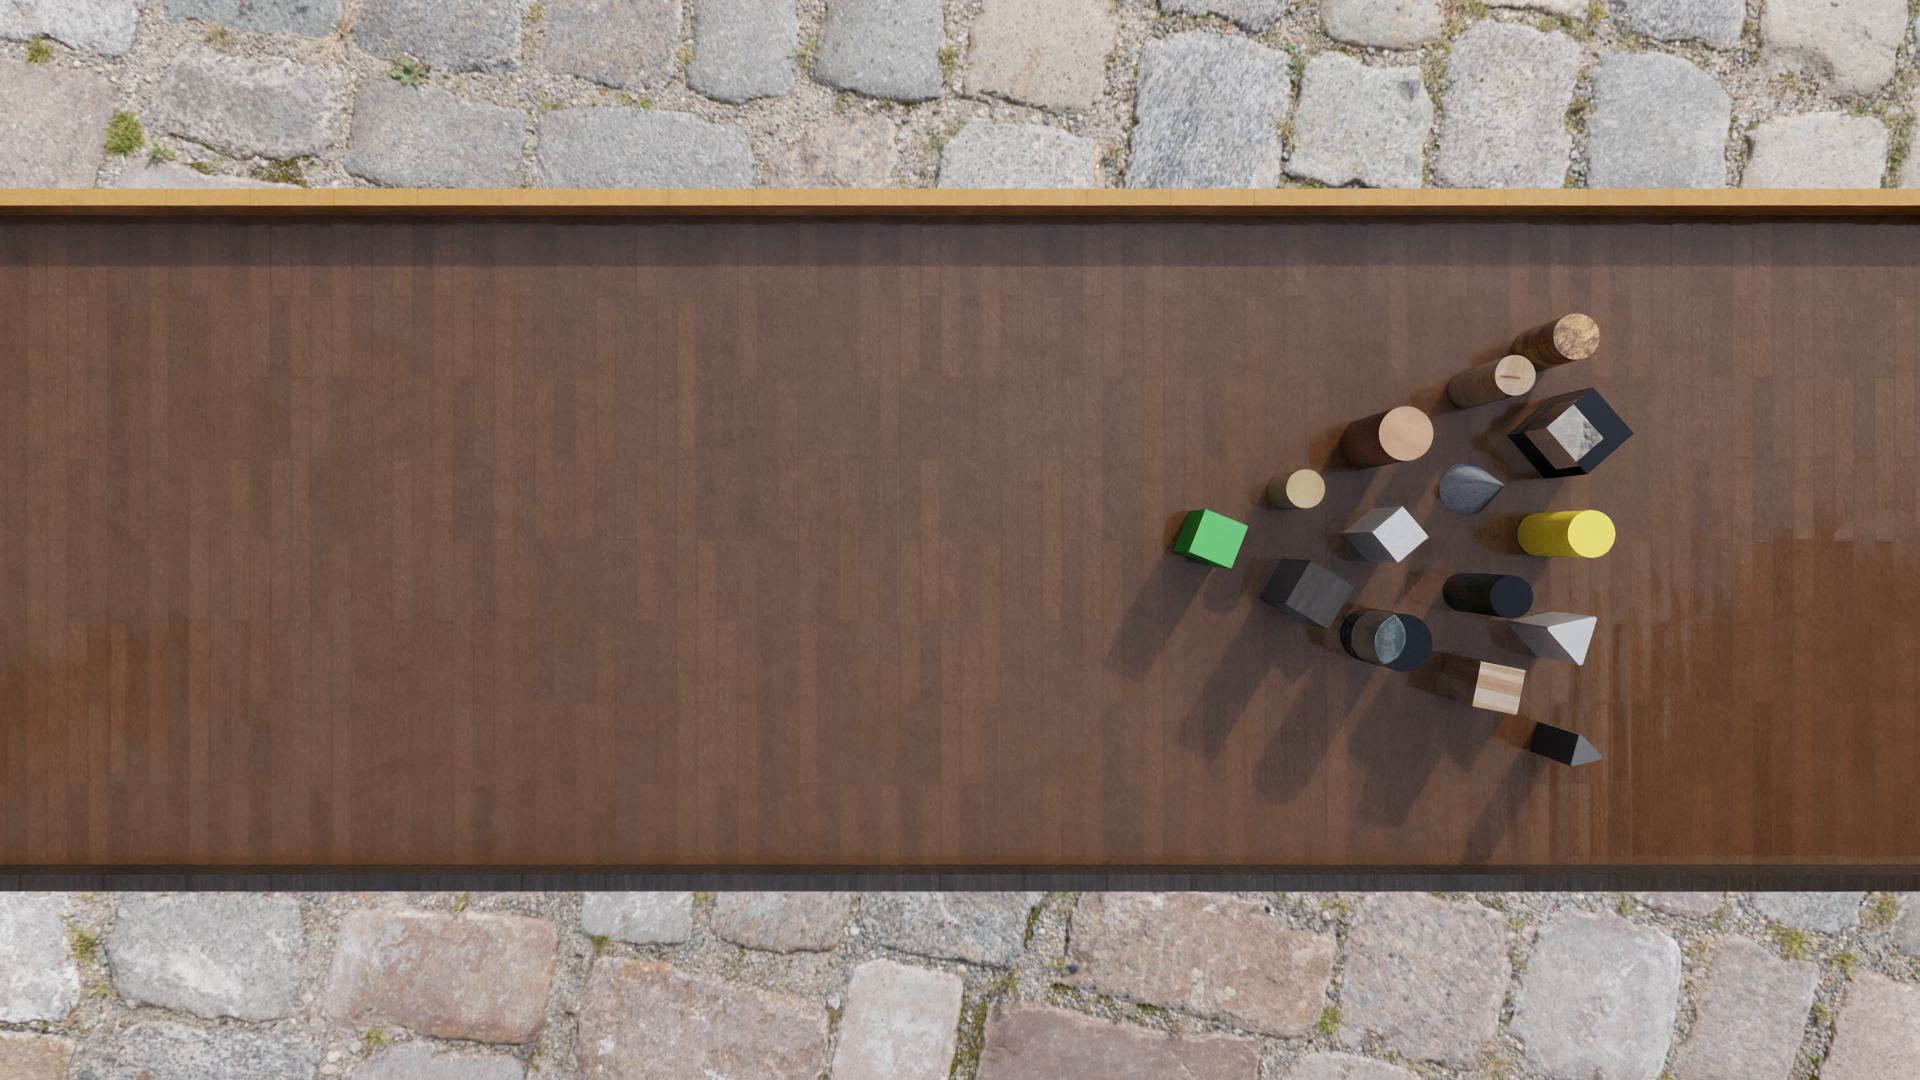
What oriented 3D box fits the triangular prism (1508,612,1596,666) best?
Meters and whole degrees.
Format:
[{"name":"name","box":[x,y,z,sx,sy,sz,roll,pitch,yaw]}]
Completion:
[{"name":"triangular prism","box":[1.780,0.264,4.905,0.124,0.343,0.144,-42,90,0]}]

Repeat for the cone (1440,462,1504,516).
[{"name":"cone","box":[1.558,-0.157,4.896,0.164,0.361,0.164,0,90,0]}]

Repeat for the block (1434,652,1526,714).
[{"name":"block","box":[1.537,0.423,4.890,0.130,0.374,0.130,11,90,0]}]

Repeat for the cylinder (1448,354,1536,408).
[{"name":"cylinder","box":[1.557,-0.462,4.851,0.114,0.450,0.114,0,90,0]}]

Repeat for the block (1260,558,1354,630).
[{"name":"block","box":[1.016,0.155,4.869,0.143,0.415,0.143,31,90,0]}]

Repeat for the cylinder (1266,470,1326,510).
[{"name":"cylinder","box":[1.000,-0.148,4.923,0.113,0.307,0.113,0,90,0]}]

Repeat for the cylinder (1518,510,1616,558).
[{"name":"cylinder","box":[1.783,-0.017,4.866,0.134,0.421,0.134,0,90,0]}]

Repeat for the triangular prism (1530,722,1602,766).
[{"name":"triangular prism","box":[1.792,0.598,4.908,0.094,0.338,0.082,-14,90,0]}]

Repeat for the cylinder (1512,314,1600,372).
[{"name":"cylinder","box":[1.764,-0.582,4.899,0.132,0.356,0.132,0,90,0]}]

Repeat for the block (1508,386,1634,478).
[{"name":"block","box":[1.809,-0.314,4.905,0.178,0.343,0.178,-41,90,0]}]

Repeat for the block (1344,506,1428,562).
[{"name":"block","box":[1.259,-0.016,4.895,0.114,0.362,0.114,-40,90,0]}]

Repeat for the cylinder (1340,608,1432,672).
[{"name":"cylinder","box":[1.252,0.291,4.865,0.164,0.422,0.164,0,90,0]}]

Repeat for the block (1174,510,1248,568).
[{"name":"block","box":[0.742,-0.003,4.904,0.132,0.345,0.132,22,90,0]}]

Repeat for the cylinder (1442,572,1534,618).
[{"name":"cylinder","box":[1.546,0.160,4.849,0.121,0.454,0.121,0,90,0]}]

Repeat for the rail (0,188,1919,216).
[{"name":"rail","box":[-2.247,-1.025,5.002,12.000,0.150,0.050,0,90,0]}]

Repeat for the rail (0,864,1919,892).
[{"name":"rail","box":[-2.247,1.025,5.001,12.000,0.150,0.050,0,90,0]}]

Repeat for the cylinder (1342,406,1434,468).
[{"name":"cylinder","box":[1.252,-0.299,4.852,0.153,0.449,0.153,0,90,0]}]
